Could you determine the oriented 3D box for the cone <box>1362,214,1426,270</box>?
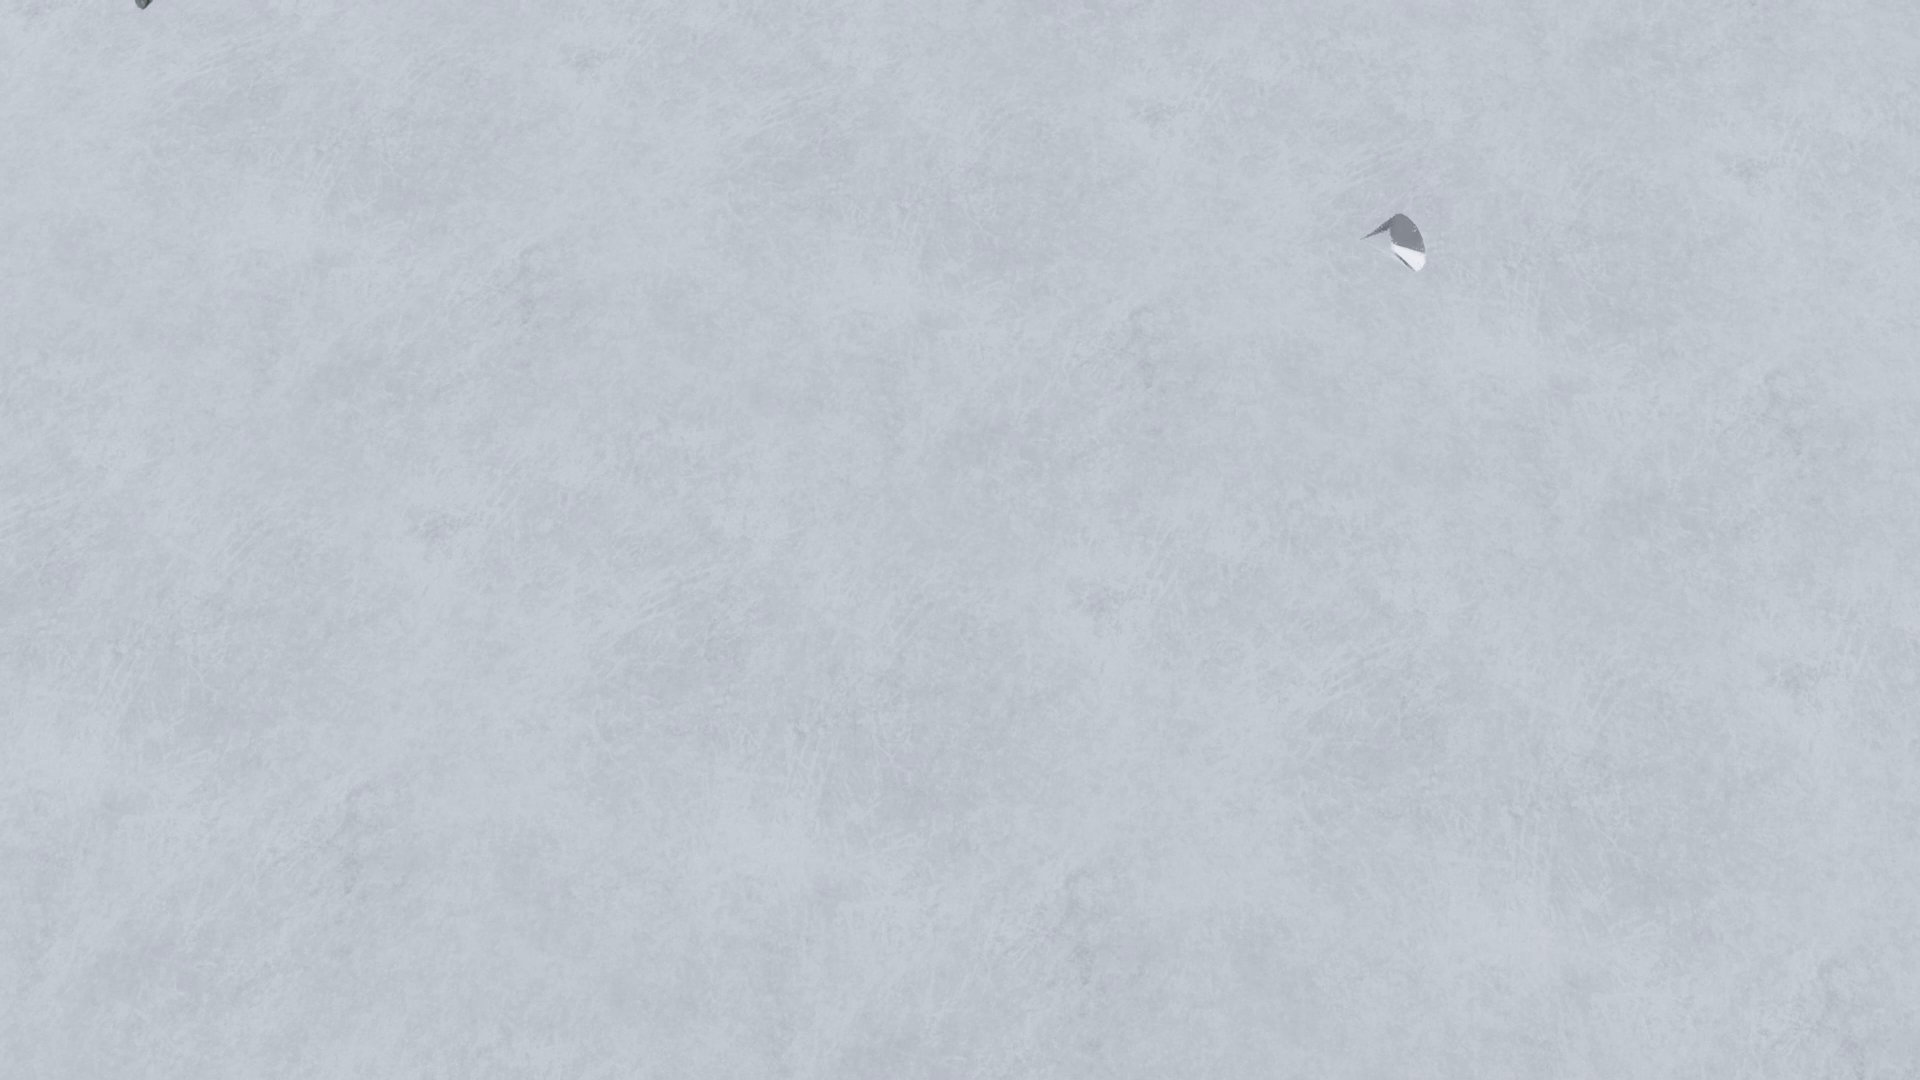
[{"bbox_3d":[0.879,-0.620,4.554,0.073,0.134,0.146,-42,27,-17],"label":"cone"}]
